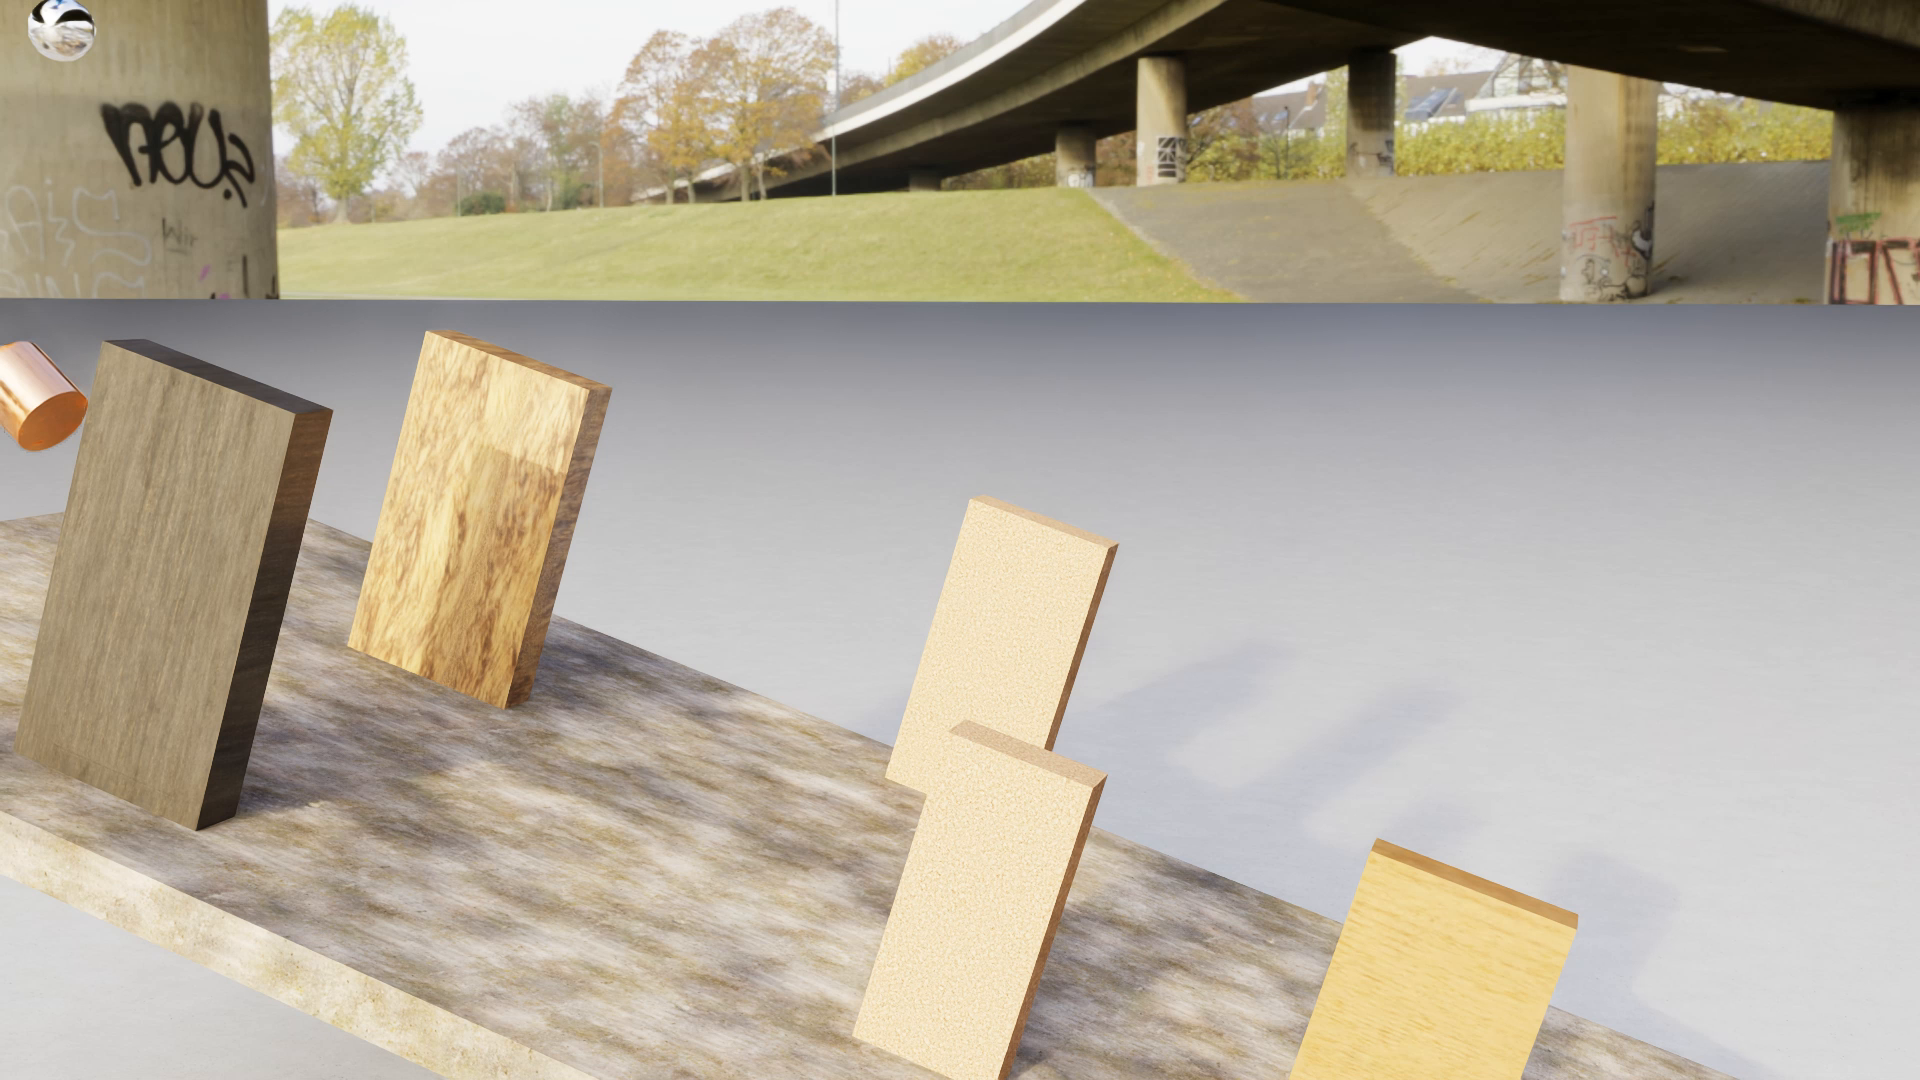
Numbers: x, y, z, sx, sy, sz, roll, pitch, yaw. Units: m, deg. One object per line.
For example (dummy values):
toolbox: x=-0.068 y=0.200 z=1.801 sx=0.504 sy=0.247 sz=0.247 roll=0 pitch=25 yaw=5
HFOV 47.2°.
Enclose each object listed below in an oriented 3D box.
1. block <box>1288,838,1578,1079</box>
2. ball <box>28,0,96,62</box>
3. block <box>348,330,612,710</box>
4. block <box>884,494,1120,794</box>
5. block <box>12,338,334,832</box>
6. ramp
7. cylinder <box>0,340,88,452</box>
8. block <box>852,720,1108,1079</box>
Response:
block: x=0.822 y=0.820 z=3.858 sx=0.365 sy=0.483 sz=0.095 roll=20 pitch=12 yaw=14
ball: x=-1.870 y=-1.063 z=4.579 sx=0.132 sy=0.132 sz=0.132 roll=0 pitch=7 yaw=0
block: x=-1.025 y=-0.045 z=4.678 sx=0.392 sy=0.711 sz=0.108 roll=20 pitch=12 yaw=14
block: x=0.091 y=0.271 z=4.908 sx=0.327 sy=0.669 sz=0.107 roll=20 pitch=12 yaw=14
block: x=-1.317 y=0.073 z=3.666 sx=0.375 sy=0.730 sz=0.108 roll=20 pitch=12 yaw=14
ramp: x=-0.361 y=0.688 z=4.229 sx=4.000 sy=0.100 sz=2.000 roll=20 pitch=12 yaw=14
cylinder: x=-1.884 y=-0.292 z=4.455 sx=0.158 sy=0.158 sz=0.158 roll=43 pitch=21 yaw=14
block: x=0.031 y=0.599 z=3.599 sx=0.252 sy=0.547 sz=0.106 roll=20 pitch=12 yaw=14
